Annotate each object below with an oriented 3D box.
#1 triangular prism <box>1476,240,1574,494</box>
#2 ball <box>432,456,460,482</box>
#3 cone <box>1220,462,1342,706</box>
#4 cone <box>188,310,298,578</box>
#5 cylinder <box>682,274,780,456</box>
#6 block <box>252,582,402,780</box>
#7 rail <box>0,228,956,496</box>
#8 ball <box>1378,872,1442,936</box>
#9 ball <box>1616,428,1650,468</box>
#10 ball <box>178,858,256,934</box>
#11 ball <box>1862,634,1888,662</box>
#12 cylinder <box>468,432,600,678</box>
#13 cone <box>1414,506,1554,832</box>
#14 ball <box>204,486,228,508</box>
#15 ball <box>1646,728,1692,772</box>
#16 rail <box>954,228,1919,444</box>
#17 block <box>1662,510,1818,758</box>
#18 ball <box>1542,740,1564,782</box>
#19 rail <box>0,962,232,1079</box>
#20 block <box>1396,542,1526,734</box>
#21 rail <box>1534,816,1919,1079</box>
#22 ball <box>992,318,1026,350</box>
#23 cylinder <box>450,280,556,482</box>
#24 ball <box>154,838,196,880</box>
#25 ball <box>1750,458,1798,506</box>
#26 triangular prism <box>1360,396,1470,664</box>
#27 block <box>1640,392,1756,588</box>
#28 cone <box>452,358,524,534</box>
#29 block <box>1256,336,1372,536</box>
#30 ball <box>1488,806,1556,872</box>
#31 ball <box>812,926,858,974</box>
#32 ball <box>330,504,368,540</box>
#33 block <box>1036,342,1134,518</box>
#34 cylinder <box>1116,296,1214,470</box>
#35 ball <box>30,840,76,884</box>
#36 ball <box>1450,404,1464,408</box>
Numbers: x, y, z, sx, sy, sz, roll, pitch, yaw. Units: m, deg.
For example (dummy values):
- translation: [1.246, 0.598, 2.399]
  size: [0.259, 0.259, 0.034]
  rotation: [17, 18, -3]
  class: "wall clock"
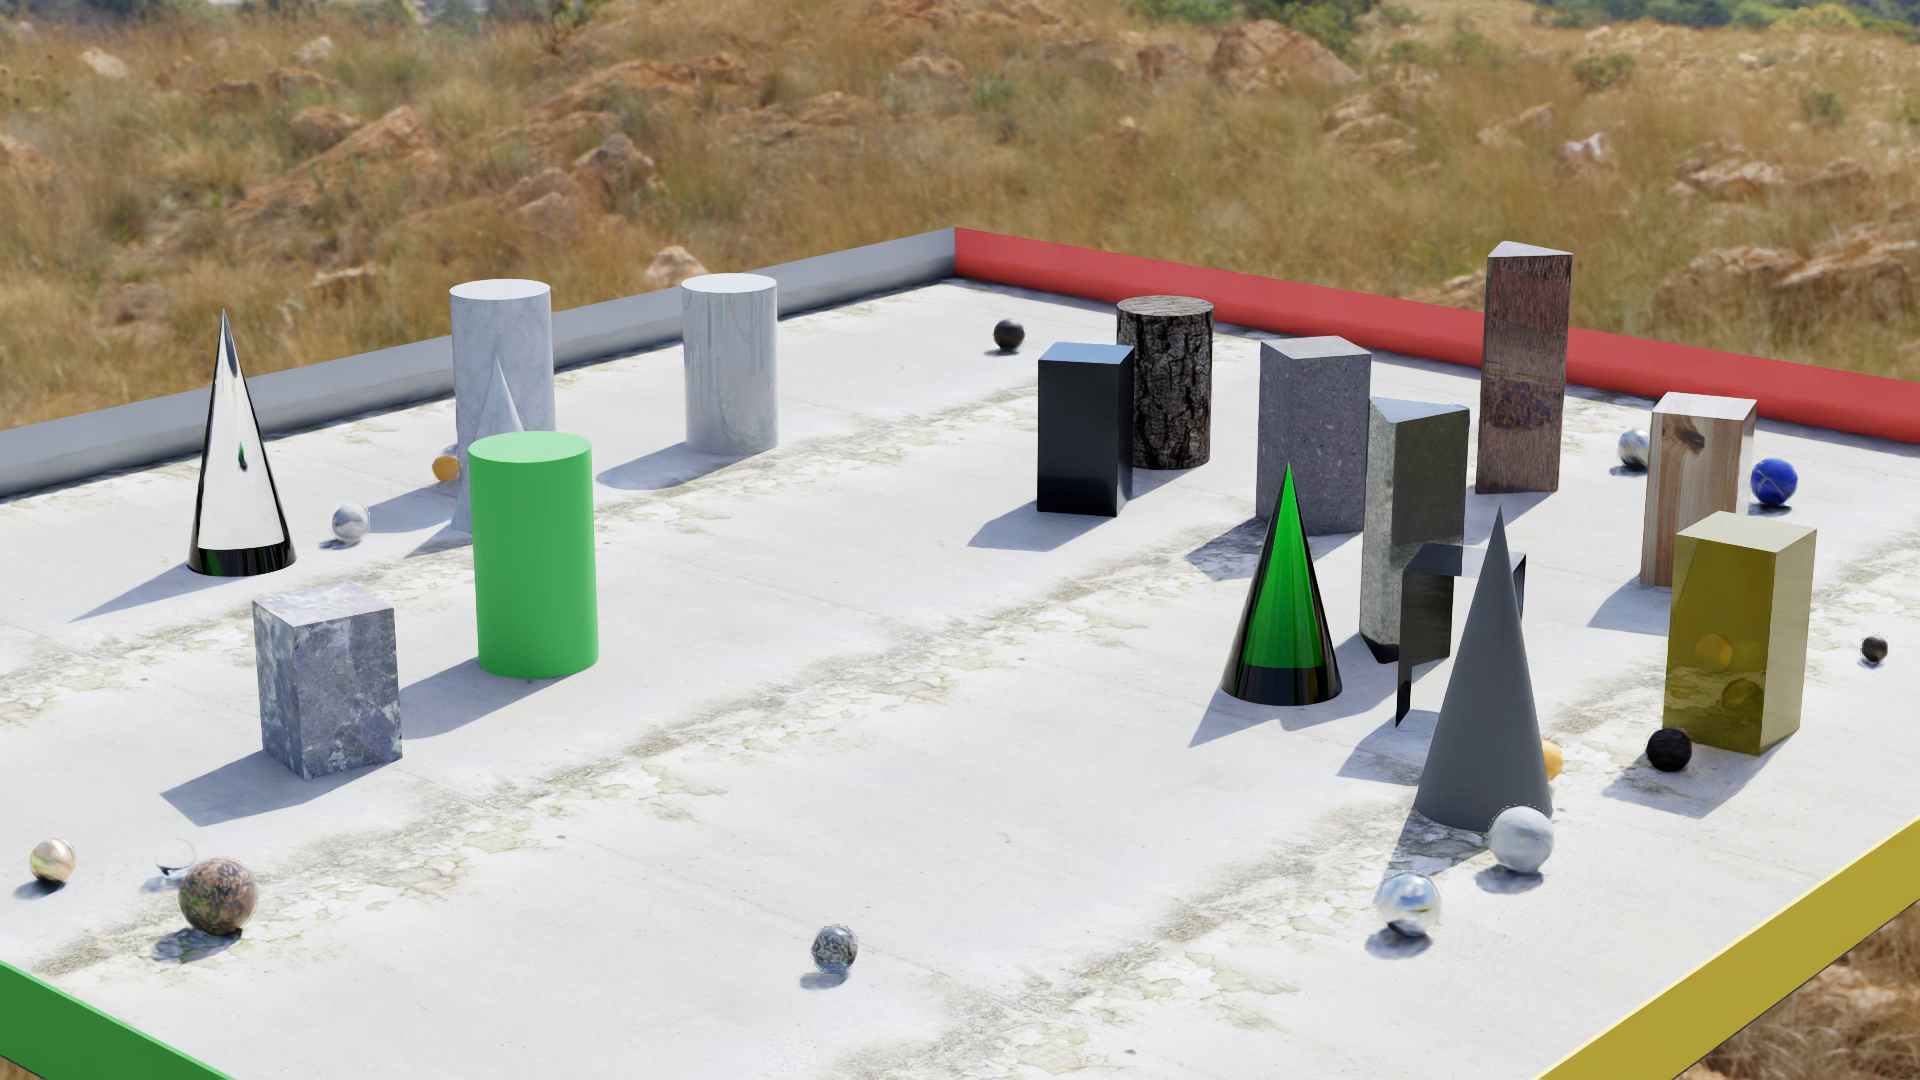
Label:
- translation: [1.083, -0.341, 5.761]
  size: [0.169, 0.473, 0.147]
  rotation: [-3, 17, -9]
  class: "triangular prism"
- translation: [-1.017, -0.141, 5.799]
  size: [0.053, 0.053, 0.053]
  rotation: [0, 17, 0]
  class: "ball"
- translation: [0.513, 0.054, 4.627]
  size: [0.195, 0.371, 0.195]
  rotation: [0, 17, 0]
  class: "cone"
- translation: [-1.303, -0.188, 5.255]
  size: [0.195, 0.472, 0.195]
  rotation: [0, 17, 0]
  class: "cone"
- translation: [-0.474, -0.365, 6.069]
  size: [0.195, 0.340, 0.195]
  rotation: [0, 17, 0]
  class: "cylinder"
- translation: [-0.939, 0.207, 4.355]
  size: [0.156, 0.236, 0.156]
  rotation: [-11, 20, -33]
  class: "block"
- translation: [-1.360, -0.309, 6.250]
  size: [0.045, 0.127, 4.157]
  rotation: [14, 22, 39]
  class: "rail"
- translation: [0.577, 0.467, 3.759]
  size: [0.081, 0.081, 0.081]
  rotation: [0, 17, 0]
  class: "ball"
- translation: [1.369, -0.186, 5.926]
  size: [0.080, 0.080, 0.080]
  rotation: [0, 17, 0]
  class: "ball"
- translation: [-0.953, 0.457, 3.764]
  size: [0.098, 0.098, 0.098]
  rotation: [0, 17, 0]
  class: "ball"
- translation: [1.494, 0.176, 4.789]
  size: [0.043, 0.043, 0.043]
  rotation: [0, 17, 0]
  class: "ball"
- translation: [-0.689, 0.023, 4.750]
  size: [0.195, 0.360, 0.195]
  rotation: [0, 17, 0]
  class: "cylinder"
- translation: [0.748, 0.165, 4.122]
  size: [0.195, 0.451, 0.195]
  rotation: [0, 17, 0]
  class: "cone"
- translation: [-1.436, -0.085, 5.657]
  size: [0.042, 0.042, 0.042]
  rotation: [0, 17, 0]
  class: "ball"
- translation: [1.043, 0.309, 4.311]
  size: [0.066, 0.066, 0.066]
  rotation: [0, 17, 0]
  class: "ball"
- translation: [1.347, -0.416, 6.605]
  size: [3.649, 0.127, 0.045]
  rotation: [14, 22, 39]
  class: "rail"
- translation: [1.177, 0.140, 4.432]
  size: [0.156, 0.320, 0.156]
  rotation: [12, 21, 35]
  class: "block"
- translation: [0.844, 0.321, 4.254]
  size: [0.062, 0.062, 0.062]
  rotation: [0, 17, 0]
  class: "ball"
- translation: [-1.347, 0.480, 3.635]
  size: [3.649, 0.127, 0.045]
  rotation: [14, 22, 39]
  class: "rail"
- translation: [0.768, 0.155, 4.495]
  size: [0.156, 0.254, 0.156]
  rotation: [6, 18, 21]
  class: "block"
- translation: [1.360, 0.373, 3.990]
  size: [0.045, 0.127, 4.157]
  rotation: [14, 22, 39]
  class: "rail"
- translation: [0.116, -0.486, 6.927]
  size: [0.077, 0.077, 0.077]
  rotation: [0, 17, 0]
  class: "ball"
- translation: [-0.903, -0.309, 5.810]
  size: [0.195, 0.383, 0.195]
  rotation: [0, 17, 0]
  class: "cylinder"
- translation: [-1.053, 0.428, 3.935]
  size: [0.055, 0.055, 0.055]
  rotation: [0, 17, 0]
  class: "ball"
- translation: [1.572, -0.113, 5.666]
  size: [0.092, 0.092, 0.092]
  rotation: [0, 17, 0]
  class: "ball"
- translation: [0.716, -0.024, 4.825]
  size: [0.169, 0.406, 0.147]
  rotation: [-11, 20, -32]
  class: "triangular prism"
- translation: [1.306, -0.085, 5.187]
  size: [0.156, 0.314, 0.156]
  rotation: [7, 18, 22]
  class: "block"
- translation: [-0.866, -0.191, 5.522]
  size: [0.195, 0.323, 0.195]
  rotation: [0, 17, 0]
  class: "cone"
- translation: [0.661, -0.195, 5.502]
  size: [0.156, 0.342, 0.156]
  rotation: [-5, 17, -16]
  class: "block"
- translation: [0.759, 0.404, 3.958]
  size: [0.088, 0.088, 0.088]
  rotation: [0, 17, 0]
  class: "ball"
- translation: [-0.156, 0.511, 3.655]
  size: [0.057, 0.057, 0.057]
  rotation: [0, 17, 0]
  class: "ball"
- translation: [-1.132, -0.033, 5.440]
  size: [0.069, 0.069, 0.069]
  rotation: [0, 17, 0]
  class: "ball"
- translation: [0.242, -0.214, 5.641]
  size: [0.156, 0.299, 0.156]
  rotation: [4, 17, 14]
  class: "block"
- translation: [0.414, -0.321, 5.963]
  size: [0.195, 0.318, 0.195]
  rotation: [0, 17, 0]
  class: "cylinder"
- translation: [-1.213, 0.430, 3.920]
  size: [0.059, 0.059, 0.059]
  rotation: [0, 17, 0]
  class: "ball"
- translation: [1.056, -0.267, 6.248]
  size: [0.049, 0.049, 0.049]
  rotation: [0, 17, 0]
  class: "ball"
